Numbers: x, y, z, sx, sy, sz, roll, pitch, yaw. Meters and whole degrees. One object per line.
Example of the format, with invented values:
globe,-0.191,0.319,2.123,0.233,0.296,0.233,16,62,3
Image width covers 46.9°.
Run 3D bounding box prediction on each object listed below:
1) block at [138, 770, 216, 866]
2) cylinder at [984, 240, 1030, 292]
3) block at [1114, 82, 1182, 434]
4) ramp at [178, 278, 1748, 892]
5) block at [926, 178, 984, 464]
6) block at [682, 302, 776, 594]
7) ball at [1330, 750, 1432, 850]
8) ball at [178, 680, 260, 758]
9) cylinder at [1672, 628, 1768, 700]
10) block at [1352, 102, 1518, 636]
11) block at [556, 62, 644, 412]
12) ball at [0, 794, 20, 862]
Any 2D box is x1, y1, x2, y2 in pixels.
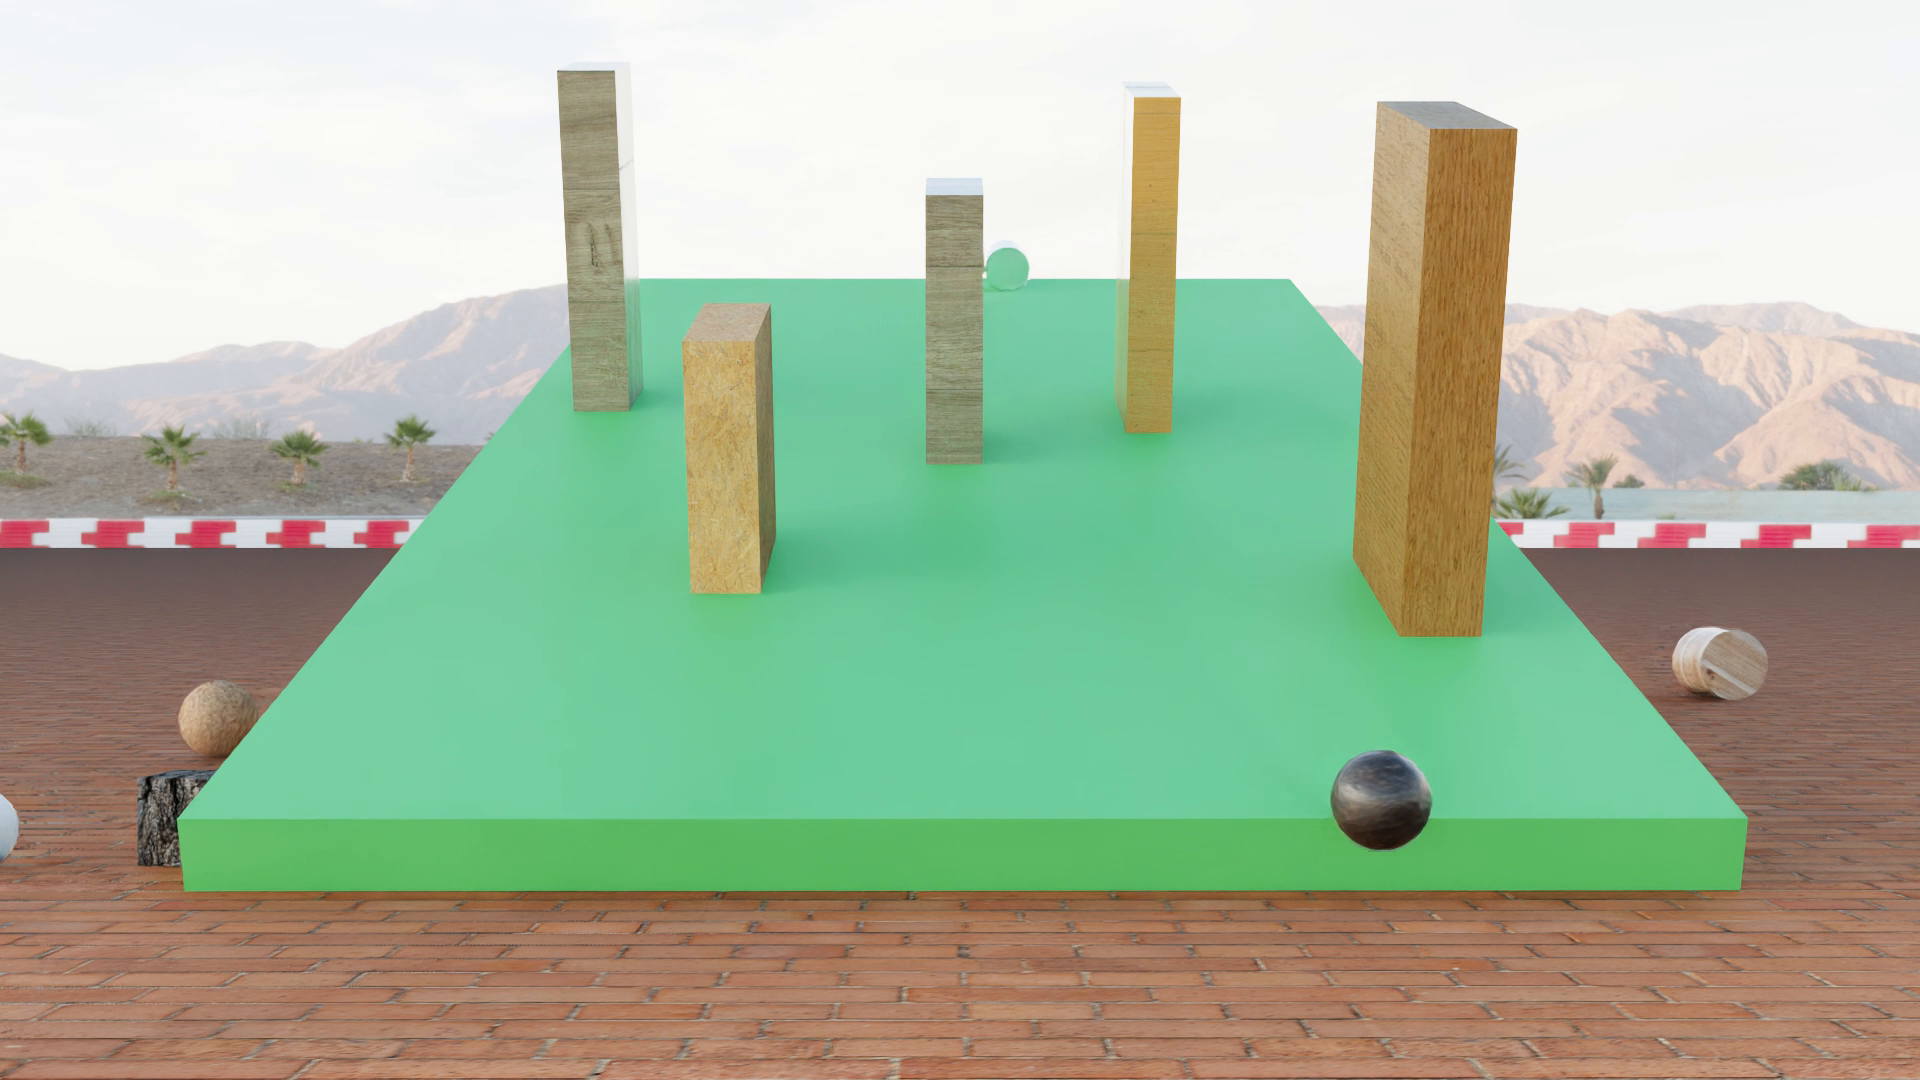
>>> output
block,-1.070,0.390,3.116,0.121,0.121,0.121,0,0,6
cylinder,0.136,-0.805,6.492,0.129,0.129,0.129,0,17,-2
block,0.408,-0.627,4.865,0.098,0.715,0.371,0,17,0
ramp,-0.002,-0.168,4.751,2.000,0.100,4.000,0,17,0
block,-0.012,-0.456,4.581,0.116,0.550,0.265,0,17,0
block,-0.392,-0.165,3.812,0.117,0.429,0.340,0,17,0
ball,0.519,0.321,2.732,0.123,0.123,0.123,0,0,0
ball,-1.543,0.372,4.613,0.159,0.159,0.159,0,0,0
cylinder,2.182,0.354,6.362,0.197,0.197,0.197,0,0,-5
block,0.759,-0.289,3.593,0.130,0.794,0.429,0,17,0
block,-0.806,-0.684,4.988,0.125,0.752,0.241,0,17,0
ball,-1.340,0.393,3.006,0.117,0.117,0.117,0,0,0
